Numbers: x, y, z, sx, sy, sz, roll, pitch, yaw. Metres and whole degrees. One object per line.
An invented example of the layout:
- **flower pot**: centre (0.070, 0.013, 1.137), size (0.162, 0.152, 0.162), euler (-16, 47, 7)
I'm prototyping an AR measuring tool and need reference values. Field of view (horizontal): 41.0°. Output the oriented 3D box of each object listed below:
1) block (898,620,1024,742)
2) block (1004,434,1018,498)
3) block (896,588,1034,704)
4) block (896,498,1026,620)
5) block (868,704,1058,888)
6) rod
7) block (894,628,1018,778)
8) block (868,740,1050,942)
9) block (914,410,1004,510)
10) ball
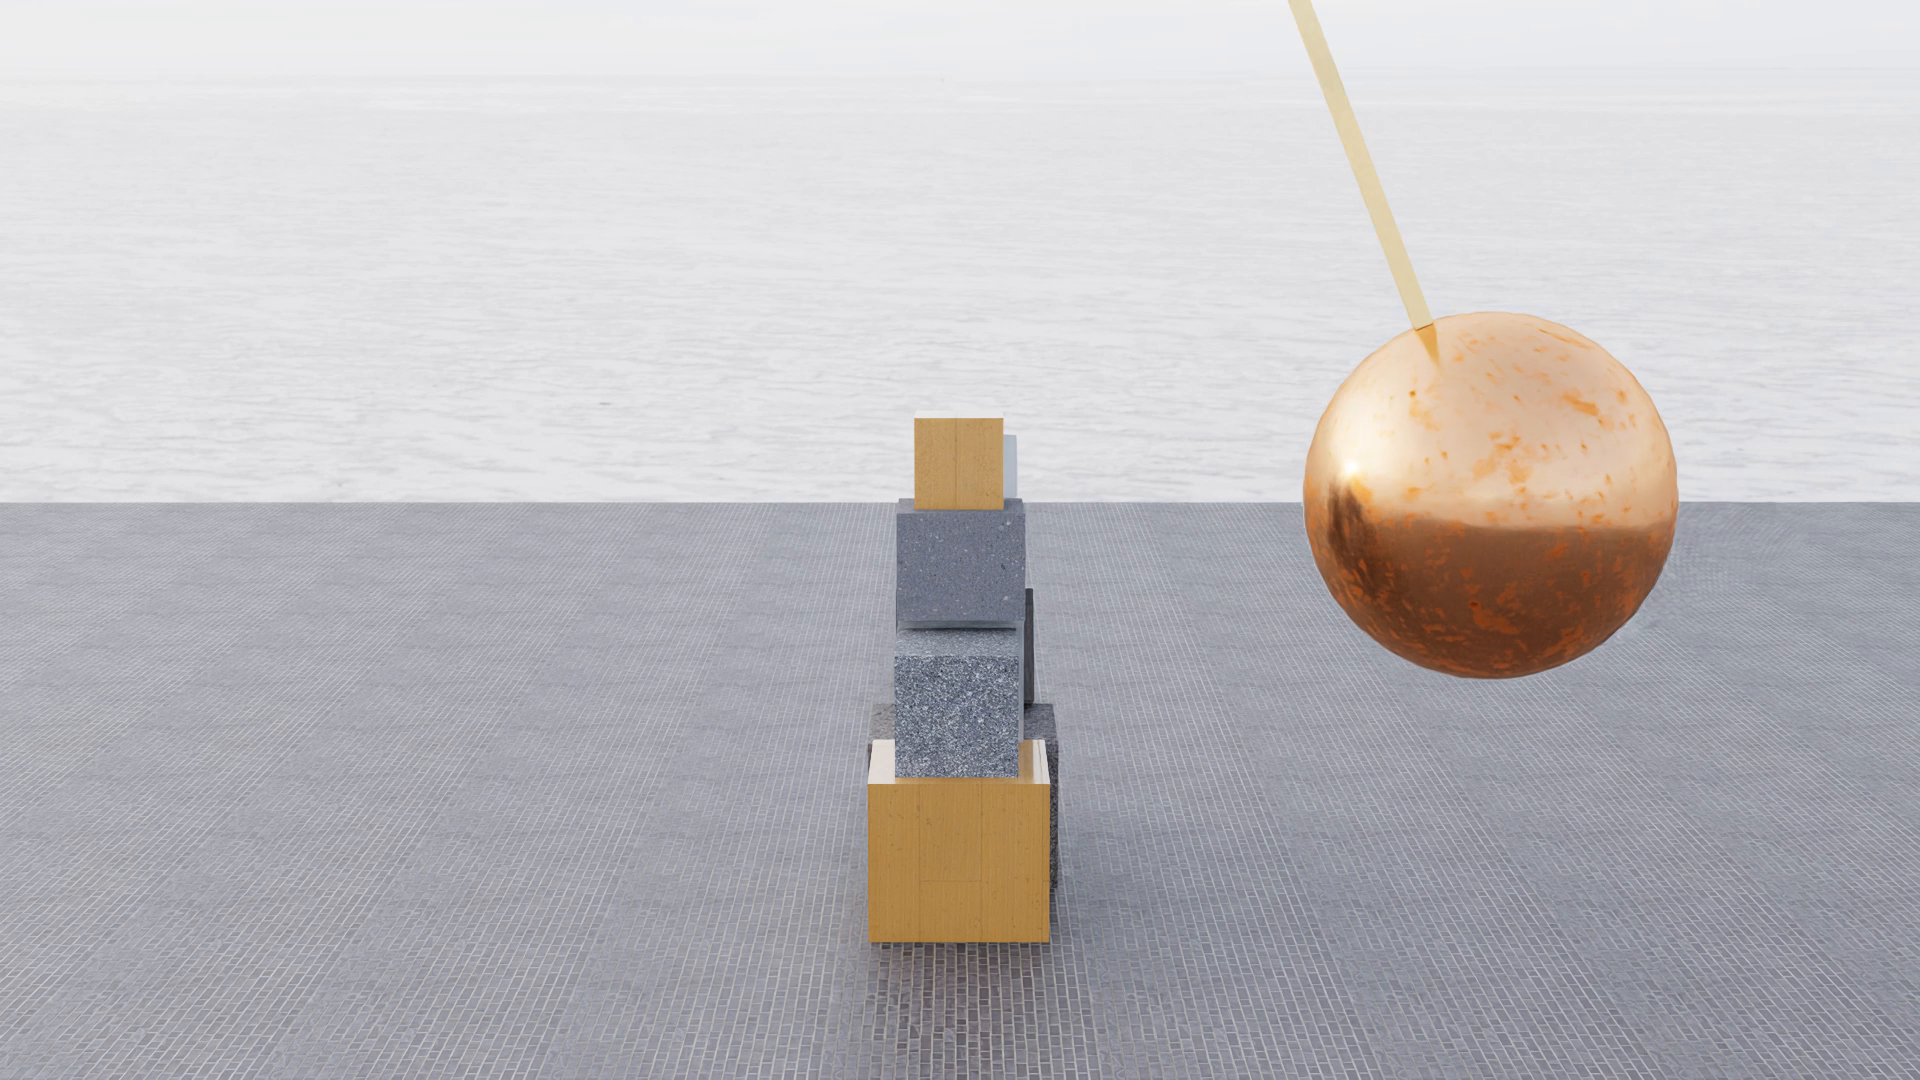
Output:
- **block**: centre (0.002, 0.559, 11.263), size (0.539, 0.551, 0.582), euler (0, 8, 0)
- **block**: centre (0.056, -0.298, 11.747), size (0.334, 0.331, 0.327), euler (1, -7, -14)
- **block**: centre (0.020, 0.508, 11.928), size (0.625, 0.508, 0.593), euler (0, -7, 0)
- **block**: centre (0.003, 0.077, 11.067), size (0.542, 0.455, 0.554), euler (0, 8, 0)
- **block**: centre (0.014, 1.136, 11.511), size (0.824, 0.647, 0.735), euler (0, 10, 0)
- **rod**: centre (0.994, -3.284, 10.583), size (0.080, 5.200, 0.080), euler (-22, 10, 4)
- **block**: centre (-0.014, 0.672, 10.695), size (0.504, 0.510, 0.527), euler (0, 10, 0)
- **block**: centre (-0.005, 1.254, 10.792), size (0.739, 0.670, 0.702), euler (0, 10, 0)
- **block**: centre (-0.004, -0.347, 11.056), size (0.378, 0.390, 0.371), euler (0, 8, 0)
- **ball**: centre (2.295, -0.193, 11.145), size (1.600, 1.600, 1.600), euler (0, 10, 0)
